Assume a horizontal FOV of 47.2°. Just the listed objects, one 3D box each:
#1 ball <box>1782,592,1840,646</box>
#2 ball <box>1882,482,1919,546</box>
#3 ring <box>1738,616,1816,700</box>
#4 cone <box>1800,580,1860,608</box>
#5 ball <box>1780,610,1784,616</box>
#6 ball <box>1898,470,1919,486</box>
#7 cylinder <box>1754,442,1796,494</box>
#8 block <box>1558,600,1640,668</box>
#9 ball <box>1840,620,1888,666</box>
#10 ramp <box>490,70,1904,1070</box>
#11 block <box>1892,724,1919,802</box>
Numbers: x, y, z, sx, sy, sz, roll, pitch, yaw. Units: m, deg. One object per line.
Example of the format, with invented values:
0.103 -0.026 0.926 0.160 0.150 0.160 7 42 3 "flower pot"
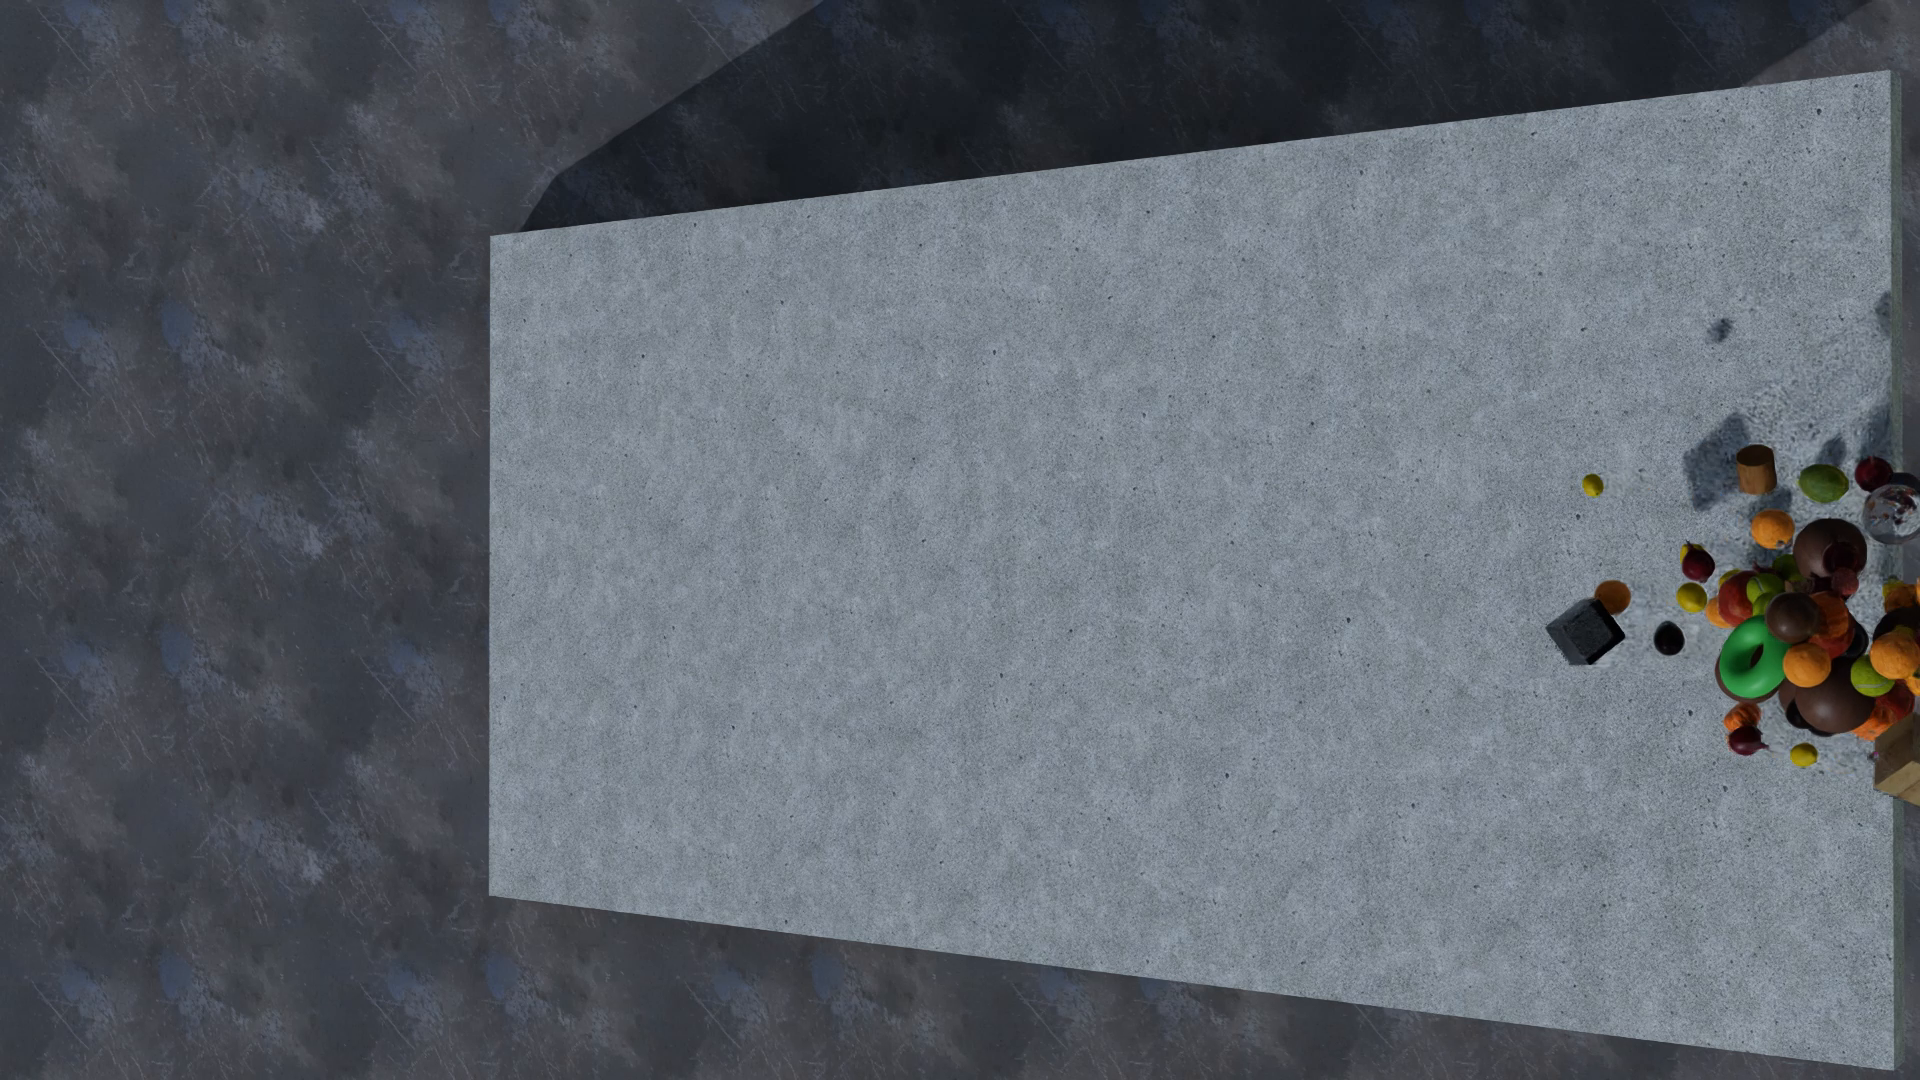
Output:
1.317 0.122 3.400 0.084 0.084 0.084 0 90 0 "ball"
1.396 -0.038 3.209 0.092 0.092 0.092 0 90 0 "ball"
1.314 0.190 3.538 0.048 0.144 0.144 24 90 -20 "ring"
1.660 0.098 4.164 0.095 0.095 0.095 -27 90 7 "cone"
1.648 0.155 4.323 0.068 0.068 0.068 0 90 0 "ball"
1.653 -0.085 3.787 0.070 0.070 0.070 0 90 0 "ball"
1.300 -0.115 3.504 0.058 0.058 0.058 -21 124 0 "cylinder"
1.270 0.186 4.373 0.096 0.096 0.096 -36 91 -6 "block"
1.668 0.189 4.059 0.084 0.084 0.084 0 90 0 "ball"
0.247 0.068 5.573 4.000 0.100 2.000 0 89 35 "ramp"
1.596 0.365 3.585 0.099 0.099 0.099 22 54 -5 "block"
